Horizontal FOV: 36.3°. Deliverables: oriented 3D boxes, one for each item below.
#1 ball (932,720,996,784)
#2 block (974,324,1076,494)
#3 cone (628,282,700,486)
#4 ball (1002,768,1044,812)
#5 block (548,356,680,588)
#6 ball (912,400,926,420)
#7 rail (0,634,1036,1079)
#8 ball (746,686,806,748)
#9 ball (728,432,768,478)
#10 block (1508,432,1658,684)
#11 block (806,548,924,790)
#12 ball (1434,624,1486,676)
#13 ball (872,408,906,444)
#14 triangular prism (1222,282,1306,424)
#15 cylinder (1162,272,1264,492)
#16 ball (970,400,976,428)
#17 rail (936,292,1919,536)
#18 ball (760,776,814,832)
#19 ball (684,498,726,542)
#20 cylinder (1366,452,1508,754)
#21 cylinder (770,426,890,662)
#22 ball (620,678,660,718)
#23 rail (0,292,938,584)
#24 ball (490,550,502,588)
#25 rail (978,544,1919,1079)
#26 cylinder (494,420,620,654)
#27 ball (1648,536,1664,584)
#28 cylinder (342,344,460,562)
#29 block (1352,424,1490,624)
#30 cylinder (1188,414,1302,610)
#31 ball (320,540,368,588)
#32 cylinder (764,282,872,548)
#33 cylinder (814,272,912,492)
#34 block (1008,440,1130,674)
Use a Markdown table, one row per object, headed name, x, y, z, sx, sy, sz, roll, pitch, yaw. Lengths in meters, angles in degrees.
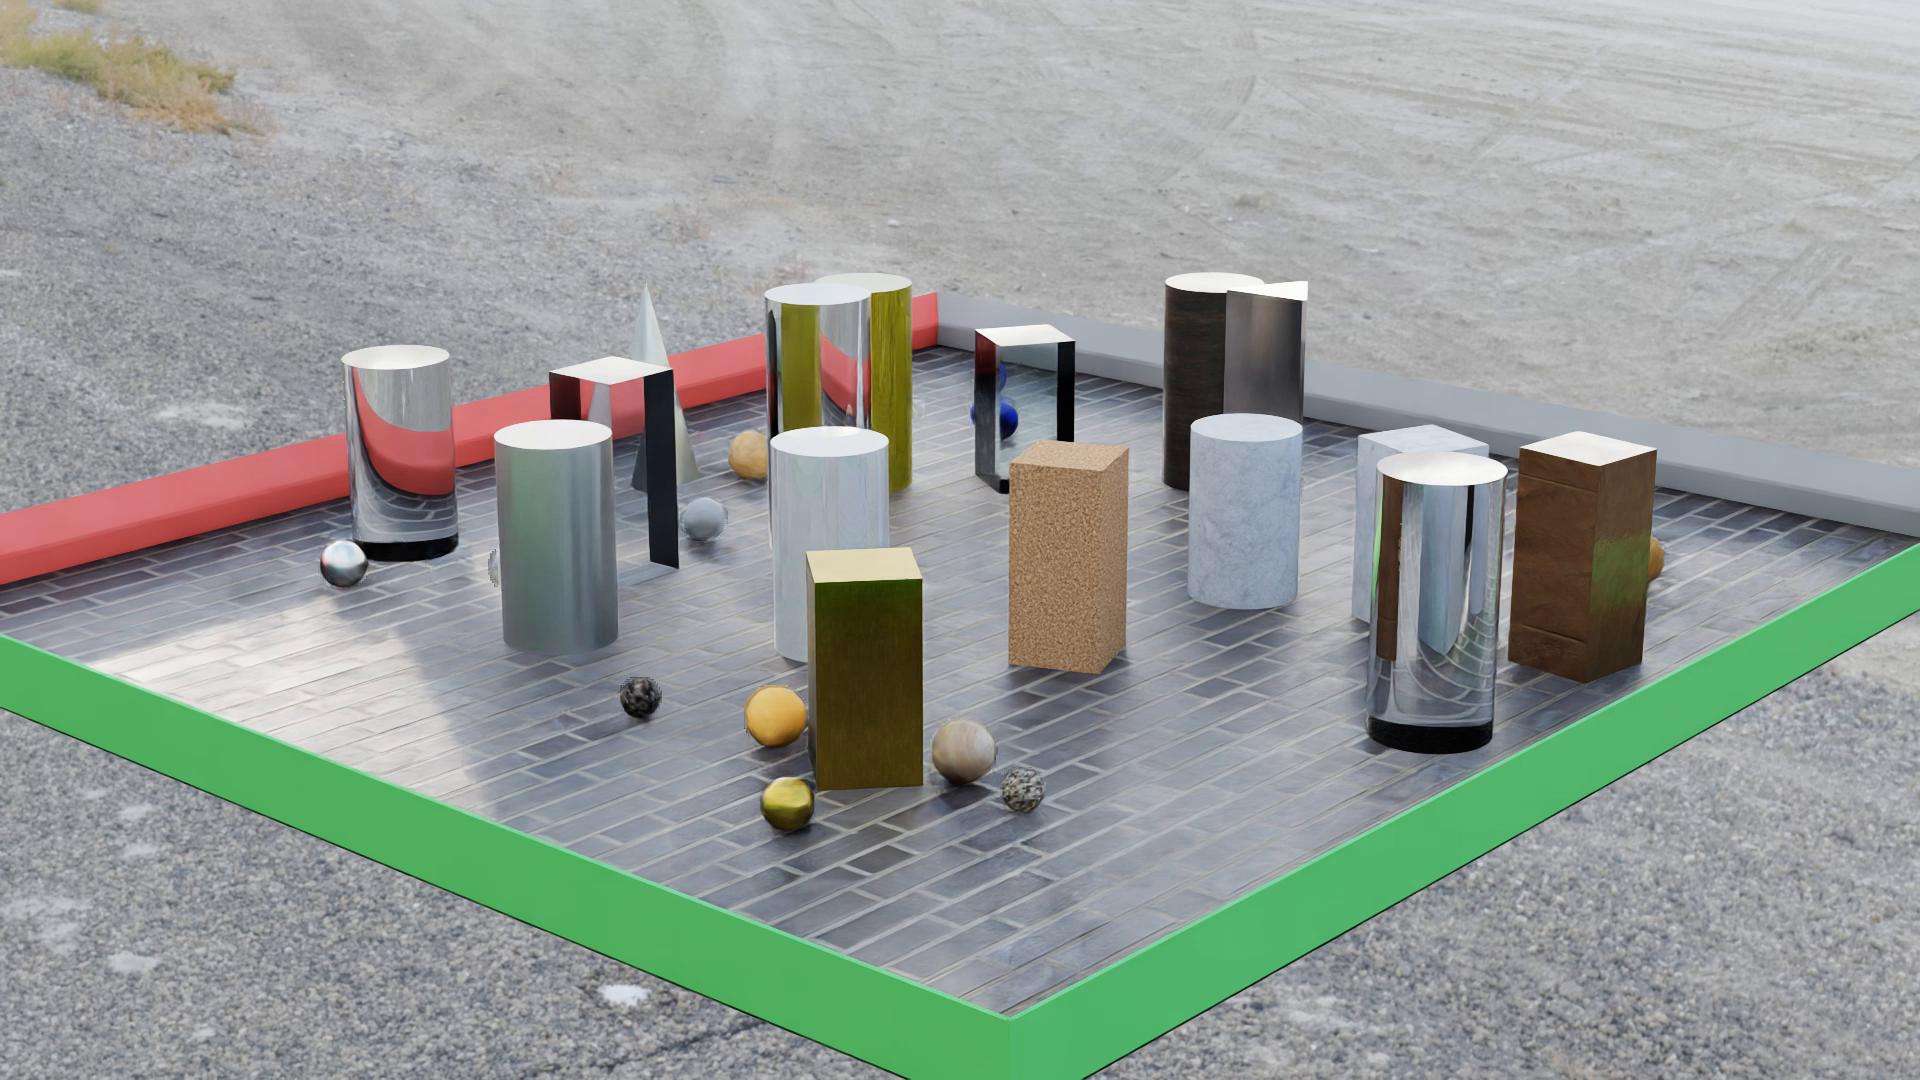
| name | x | y | z | sx | sy | sz | roll | pitch | yaw |
| --- | --- | --- | --- | --- | --- | --- | --- | --- | --- |
| ball | 0.005 | 0.307 | 4.255 | 0.093 | 0.093 | 0.093 | 0 | 17 | 0 |
| block | 0.127 | -0.260 | 5.790 | 0.154 | 0.297 | 0.154 | -5 | 18 | -17 |
| cone | -0.617 | -0.320 | 5.813 | 0.192 | 0.399 | 0.192 | 0 | 17 | 0 |
| ball | 0.089 | 0.355 | 4.161 | 0.061 | 0.061 | 0.061 | 0 | 17 | 0 |
| block | -0.613 | -0.122 | 5.207 | 0.154 | 0.370 | 0.154 | 13 | 21 | 38 |
| ball | -0.097 | -0.280 | 6.294 | 0.045 | 0.045 | 0.045 | 0 | 17 | 0 |
| rail | -0.920 | 0.338 | 4.106 | 2.625 | 0.125 | 0.045 | 14 | 22 | 39 |
| ball | -0.276 | 0.266 | 4.404 | 0.092 | 0.092 | 0.092 | 0 | 17 | 0 |
| ball | -0.415 | -0.169 | 5.841 | 0.095 | 0.095 | 0.095 | 0 | 17 | 0 |
| block | 1.004 | 0.026 | 4.735 | 0.154 | 0.360 | 0.154 | -15 | 22 | -40 |
| block | -0.139 | 0.187 | 4.278 | 0.154 | 0.316 | 0.154 | -2 | 17 | -7 |
| ball | 0.803 | 0.177 | 4.711 | 0.084 | 0.084 | 0.084 | 0 | 17 | 0 |
| ball | -0.149 | -0.238 | 6.107 | 0.072 | 0.072 | 0.072 | 0 | 17 | 0 |
| triangular prism | 0.599 | -0.245 | 5.461 | 0.167 | 0.458 | 0.144 | 12 | 21 | 35 |
| cylinder | 0.497 | -0.311 | 5.781 | 0.192 | 0.400 | 0.192 | 0 | 17 | 0 |
| ball | 0.063 | -0.265 | 6.177 | 0.084 | 0.084 | 0.084 | 0 | 17 | 0 |
| rail | 0.920 | -0.275 | 6.135 | 2.625 | 0.125 | 0.045 | 14 | 22 | 39 |
| ball | -0.240 | 0.369 | 4.091 | 0.076 | 0.076 | 0.076 | 0 | 17 | 0 |
| ball | -0.473 | -0.038 | 5.431 | 0.080 | 0.080 | 0.080 | 0 | 17 | 0 |
| cylinder | 0.715 | 0.093 | 4.414 | 0.192 | 0.417 | 0.192 | 0 | 17 | 0 |
| cylinder | -0.212 | 0.007 | 4.816 | 0.192 | 0.350 | 0.192 | 0 | 17 | 0 |
| ball | -0.494 | 0.244 | 4.530 | 0.061 | 0.061 | 0.061 | 0 | 17 | 0 |
| rail | -0.973 | -0.213 | 5.929 | 0.045 | 0.125 | 2.854 | 14 | 22 | 39 |
| ball | -0.781 | 0.048 | 5.138 | 0.084 | 0.084 | 0.084 | 0 | 17 | 0 |
| rail | 0.973 | 0.275 | 4.312 | 0.045 | 0.125 | 2.854 | 14 | 22 | 39 |
| cylinder | -0.667 | -0.006 | 4.860 | 0.192 | 0.349 | 0.192 | 0 | 17 | 0 |
| ball | 1.193 | 0.032 | 5.170 | 0.096 | 0.096 | 0.096 | 0 | 17 | 0 |
| cylinder | -1.020 | -0.159 | 5.350 | 0.192 | 0.359 | 0.192 | 0 | 17 | 0 |
| block | 0.774 | -0.015 | 4.943 | 0.154 | 0.318 | 0.154 | -9 | 19 | -27 |
| cylinder | 0.494 | -0.051 | 5.097 | 0.192 | 0.299 | 0.192 | 0 | 17 | 0 |
| ball | -1.084 | 0.043 | 5.159 | 0.083 | 0.083 | 0.083 | 0 | 17 | 0 |
| cylinder | -0.257 | -0.219 | 5.353 | 0.192 | 0.471 | 0.192 | 0 | 17 | 0 |
| cylinder | -0.190 | -0.310 | 5.775 | 0.192 | 0.401 | 0.192 | 0 | 17 | 0 |
| block | 0.177 | 0.026 | 4.771 | 0.154 | 0.340 | 0.154 | 6 | 18 | 18 |
